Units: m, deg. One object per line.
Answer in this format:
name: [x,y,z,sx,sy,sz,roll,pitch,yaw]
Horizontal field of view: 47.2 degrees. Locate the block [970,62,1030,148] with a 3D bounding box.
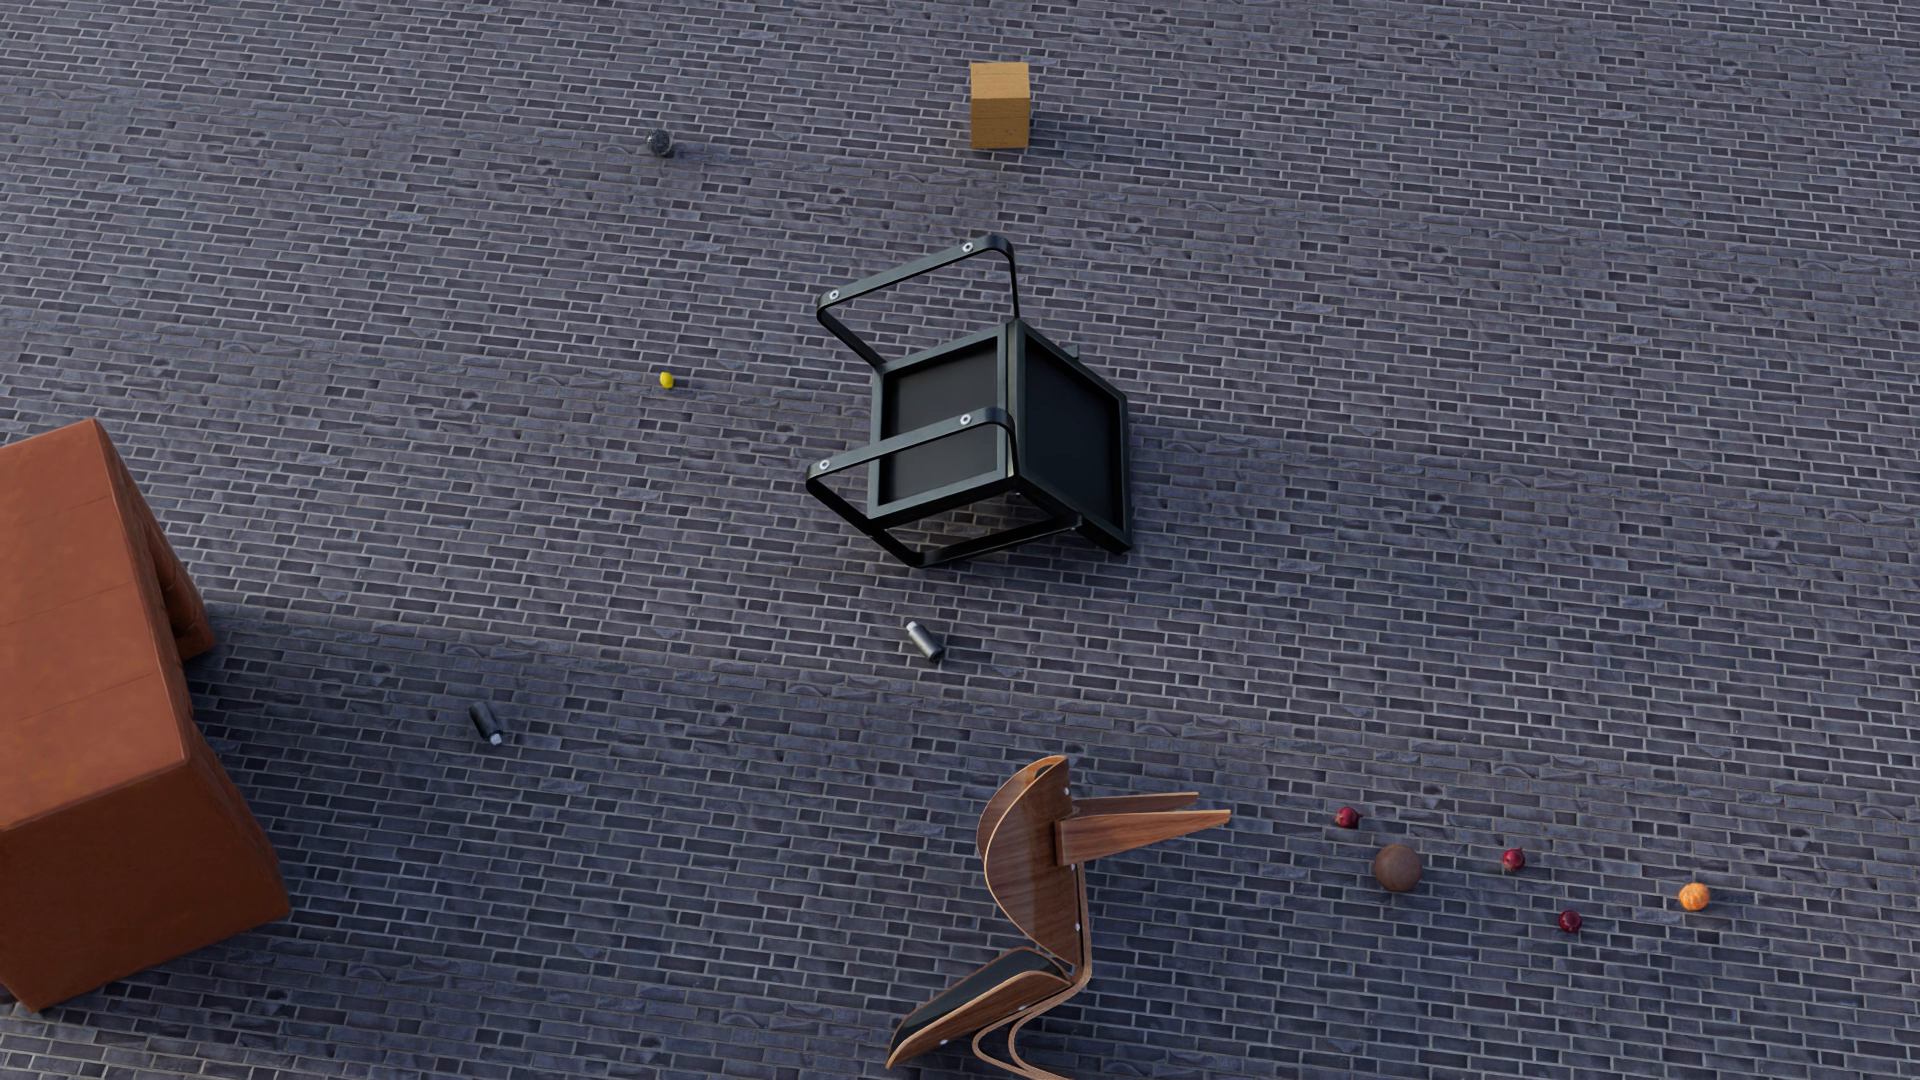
block: [0.134,-1.464,7.414,0.193,0.236,0.165,-1,56,-1]

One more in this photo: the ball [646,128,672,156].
ball: [-1.017,-1.344,7.422,0.089,0.089,0.089,0,56,0]
